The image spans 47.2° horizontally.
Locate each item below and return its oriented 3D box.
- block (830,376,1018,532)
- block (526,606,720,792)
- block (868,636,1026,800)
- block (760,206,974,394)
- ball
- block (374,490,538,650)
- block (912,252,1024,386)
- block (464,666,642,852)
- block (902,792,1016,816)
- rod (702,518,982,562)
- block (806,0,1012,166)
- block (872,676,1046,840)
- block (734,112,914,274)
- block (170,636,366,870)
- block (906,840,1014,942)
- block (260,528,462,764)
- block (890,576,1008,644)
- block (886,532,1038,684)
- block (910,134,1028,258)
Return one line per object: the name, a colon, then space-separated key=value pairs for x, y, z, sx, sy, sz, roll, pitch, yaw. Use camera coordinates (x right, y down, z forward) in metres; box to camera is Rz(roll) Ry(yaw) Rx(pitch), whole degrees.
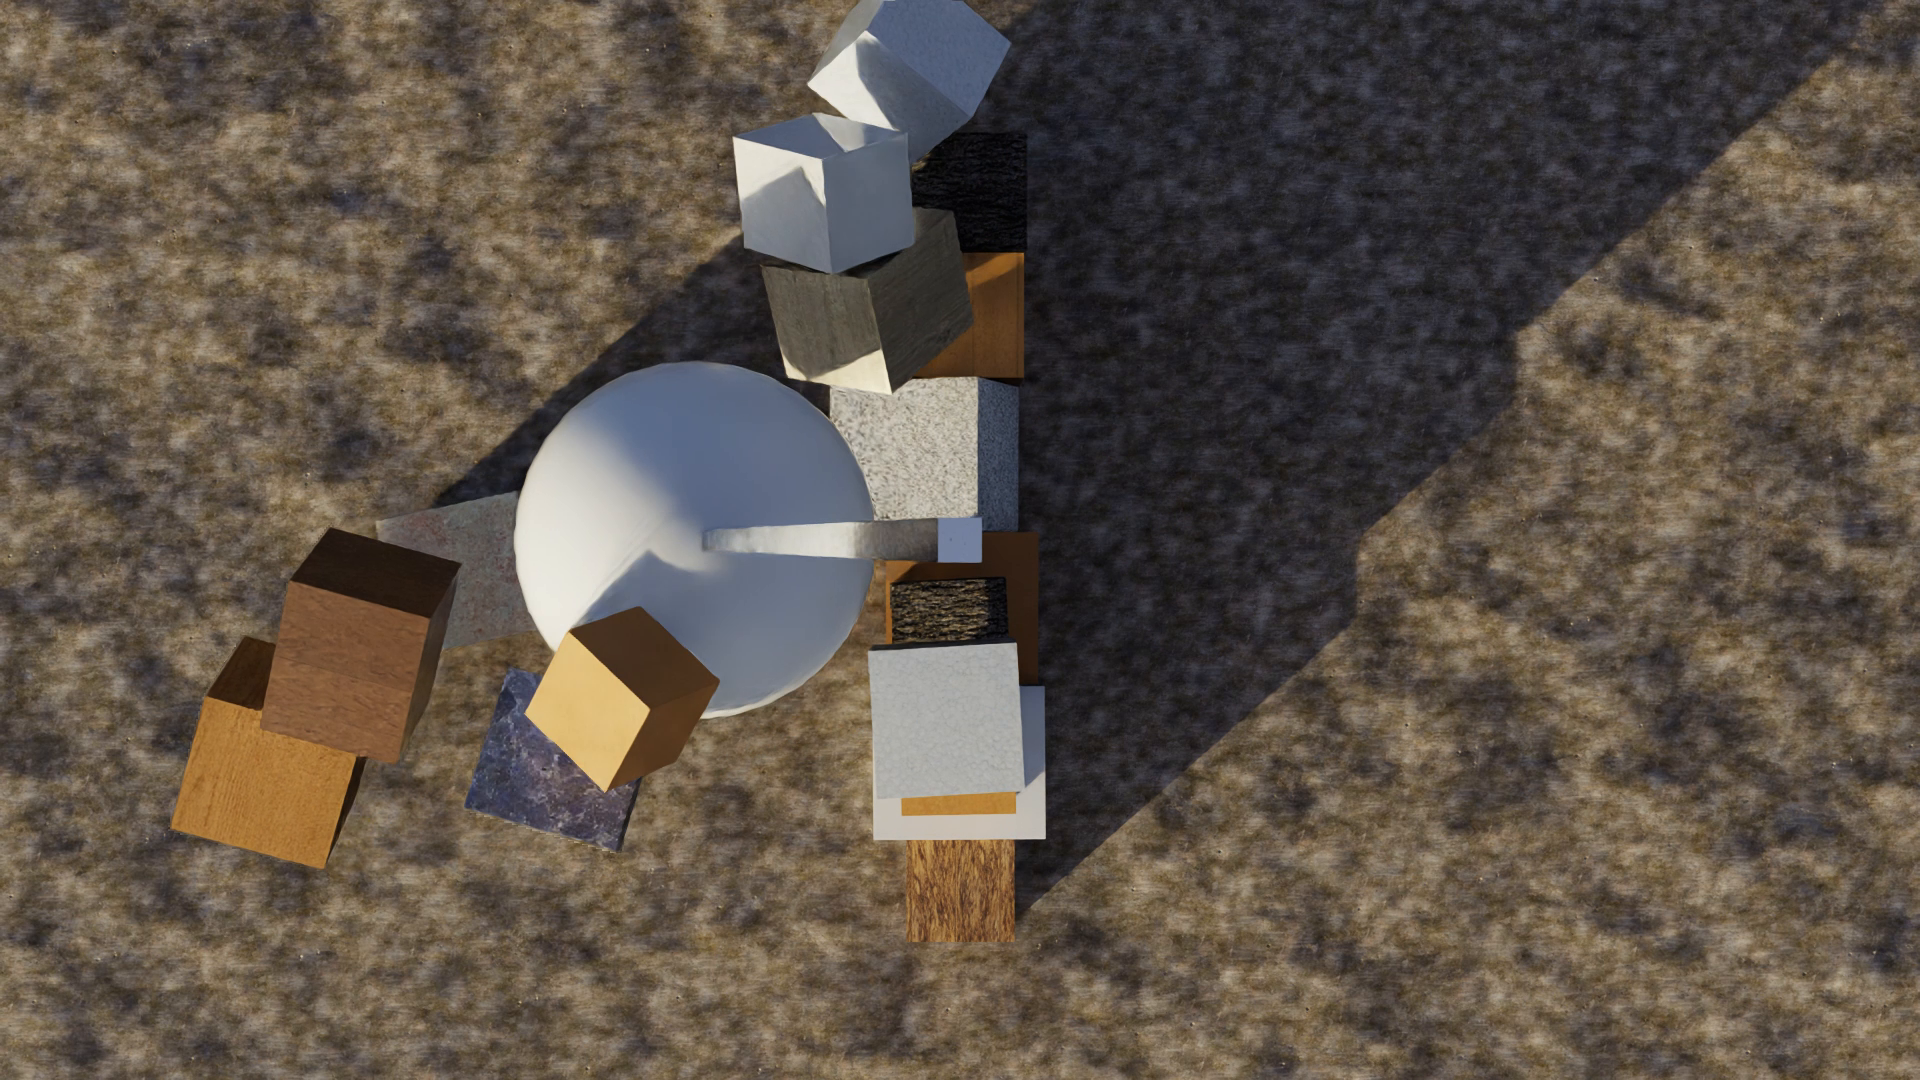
block: x=-0.189 y=-0.468 z=12.469 sx=0.847 sy=0.855 sz=0.838 roll=0 pitch=90 yaw=17
block: x=-1.304 y=0.610 z=8.503 sx=0.463 sy=0.429 sz=0.436 roll=41 pitch=119 yaw=18
block: x=-0.065 y=0.891 z=11.144 sx=0.733 sy=0.645 sz=0.730 roll=-3 pitch=90 yaw=0
block: x=-0.482 y=-1.310 z=11.757 sx=0.694 sy=0.812 sz=0.672 roll=11 pitch=128 yaw=33
ball: x=-1.171 y=0.000 z=9.792 sx=1.600 sy=1.600 sz=1.600 roll=0 pitch=90 yaw=0
block: x=-2.760 y=0.179 z=12.587 sx=0.809 sy=0.760 sz=0.775 roll=-12 pitch=91 yaw=3
block: x=-0.005 y=-1.260 z=12.655 sx=0.726 sy=0.691 sz=0.701 roll=0 pitch=90 yaw=0
block: x=-1.631 y=0.918 z=9.103 sx=0.623 sy=0.610 sz=0.586 roll=17 pitch=80 yaw=-4
block: x=-0.011 y=1.137 z=11.804 sx=0.598 sy=0.677 sz=0.592 roll=-1 pitch=90 yaw=0
rod: x=-0.508 y=0.000 z=6.457 sx=0.080 sy=5.200 sz=0.080 roll=0 pitch=90 yaw=-11
block: x=-0.274 y=-2.569 z=11.864 sx=0.721 sy=0.638 sz=0.596 roll=37 pitch=57 yaw=-19
block: x=-0.005 y=1.232 z=12.571 sx=0.950 sy=0.857 sz=0.844 roll=0 pitch=90 yaw=0
block: x=-0.697 y=-1.794 z=11.314 sx=0.568 sy=0.700 sz=0.592 roll=-25 pitch=123 yaw=-37
block: x=-3.633 y=1.131 z=11.814 sx=0.807 sy=0.856 sz=0.782 roll=17 pitch=107 yaw=-10
block: x=0.004 y=1.961 z=12.689 sx=0.608 sy=0.622 sz=0.604 roll=0 pitch=90 yaw=0
block: x=-2.908 y=0.508 z=10.704 sx=0.665 sy=0.697 sz=0.797 roll=16 pitch=110 yaw=-6
block: x=-0.050 y=0.506 z=11.931 sx=0.616 sy=0.576 sz=0.578 roll=-3 pitch=90 yaw=0
block: x=0.012 y=0.377 z=12.610 sx=0.847 sy=0.780 sz=0.845 roll=0 pitch=90 yaw=0
block: x=0.002 y=-1.940 z=12.613 sx=0.742 sy=0.773 sz=0.645 roll=0 pitch=90 yaw=0
